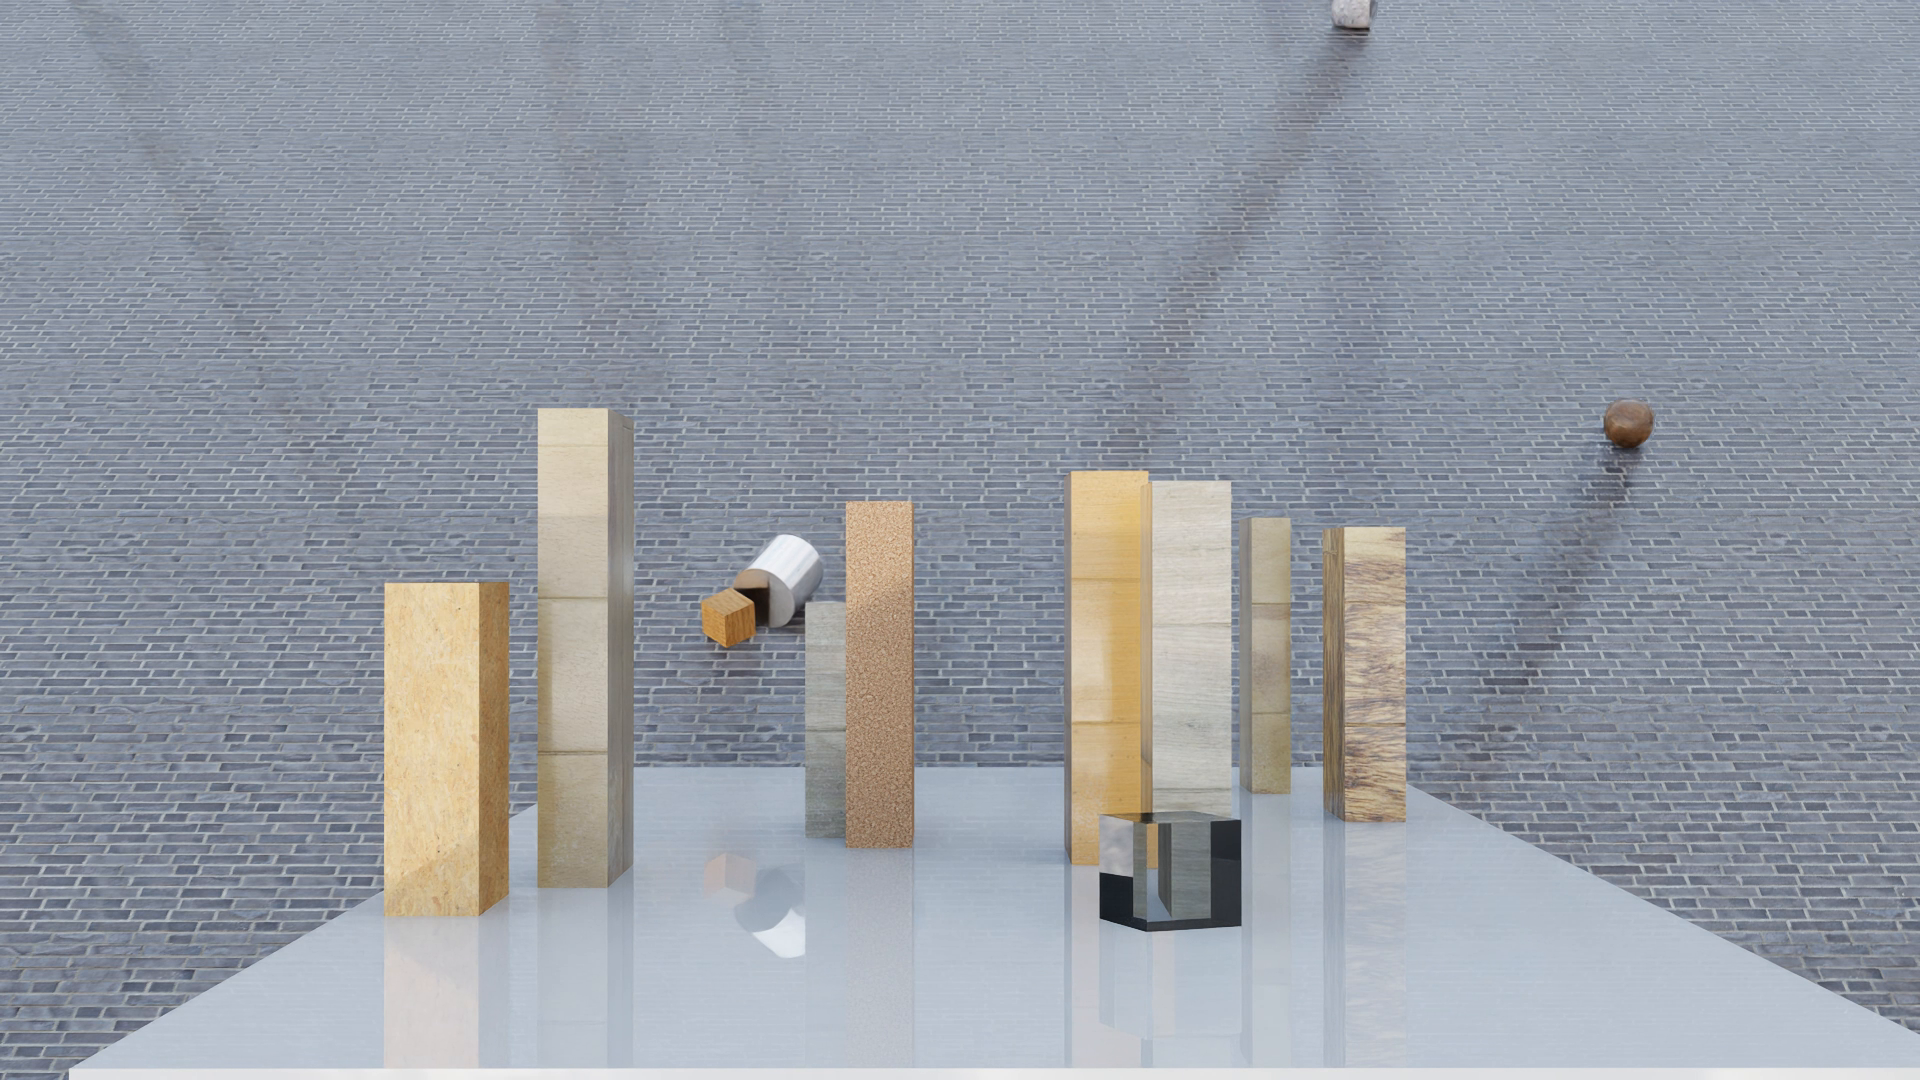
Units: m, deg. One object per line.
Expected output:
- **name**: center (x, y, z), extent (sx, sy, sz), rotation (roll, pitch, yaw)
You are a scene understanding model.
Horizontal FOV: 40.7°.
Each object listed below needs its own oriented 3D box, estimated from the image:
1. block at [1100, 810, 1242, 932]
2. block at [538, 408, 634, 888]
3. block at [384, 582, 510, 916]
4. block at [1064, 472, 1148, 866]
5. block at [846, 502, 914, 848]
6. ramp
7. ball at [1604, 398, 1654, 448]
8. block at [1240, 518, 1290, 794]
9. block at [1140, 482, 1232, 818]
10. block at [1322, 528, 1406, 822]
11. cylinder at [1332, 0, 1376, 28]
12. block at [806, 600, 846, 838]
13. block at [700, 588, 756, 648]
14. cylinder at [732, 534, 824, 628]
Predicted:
- **block**: center (0.308, 0.484, 3.800), extent (0.154, 0.154, 0.154), rotation (0, -1, -23)
- **block**: center (-0.630, 0.177, 4.379), extent (0.114, 0.779, 0.339), rotation (0, -1, 0)
- **block**: center (-0.790, 0.314, 4.002), extent (0.141, 0.498, 0.261), rotation (0, -1, 0)
- **block**: center (0.262, 0.225, 4.682), extent (0.134, 0.688, 0.315), rotation (0, -1, 0)
- **block**: center (-0.151, 0.251, 4.944), extent (0.122, 0.642, 0.300), rotation (0, -1, 0)
- **ramp**: center (0.070, 0.619, 4.701), extent (2.000, 0.100, 4.000), rotation (0, -1, 0)
- **ball**: center (2.138, -0.373, 8.285), extent (0.157, 0.157, 0.157), rotation (0, 31, 0)
- **block**: center (0.712, 0.266, 6.055), extent (0.089, 0.631, 0.266), rotation (0, -1, 0)
- **block**: center (0.350, 0.238, 4.033), extent (0.119, 0.650, 0.259), rotation (0, -1, 0)
- **block**: center (0.845, 0.275, 5.433), extent (0.124, 0.601, 0.317), rotation (0, -1, 0)
- **cylinder**: center (1.754, -2.364, 11.526), extent (0.163, 0.163, 0.163), rotation (8, 32, 17)
- **block**: center (-0.226, 0.347, 5.100), extent (0.141, 0.451, 0.259), rotation (0, -1, 0)
- **block**: center (-0.658, 0.220, 7.361), extent (0.107, 0.107, 0.107), rotation (-26, 40, -36)
- **cylinder**: center (-0.522, 0.118, 7.443), extent (0.196, 0.196, 0.196), rotation (12, 34, 19)
